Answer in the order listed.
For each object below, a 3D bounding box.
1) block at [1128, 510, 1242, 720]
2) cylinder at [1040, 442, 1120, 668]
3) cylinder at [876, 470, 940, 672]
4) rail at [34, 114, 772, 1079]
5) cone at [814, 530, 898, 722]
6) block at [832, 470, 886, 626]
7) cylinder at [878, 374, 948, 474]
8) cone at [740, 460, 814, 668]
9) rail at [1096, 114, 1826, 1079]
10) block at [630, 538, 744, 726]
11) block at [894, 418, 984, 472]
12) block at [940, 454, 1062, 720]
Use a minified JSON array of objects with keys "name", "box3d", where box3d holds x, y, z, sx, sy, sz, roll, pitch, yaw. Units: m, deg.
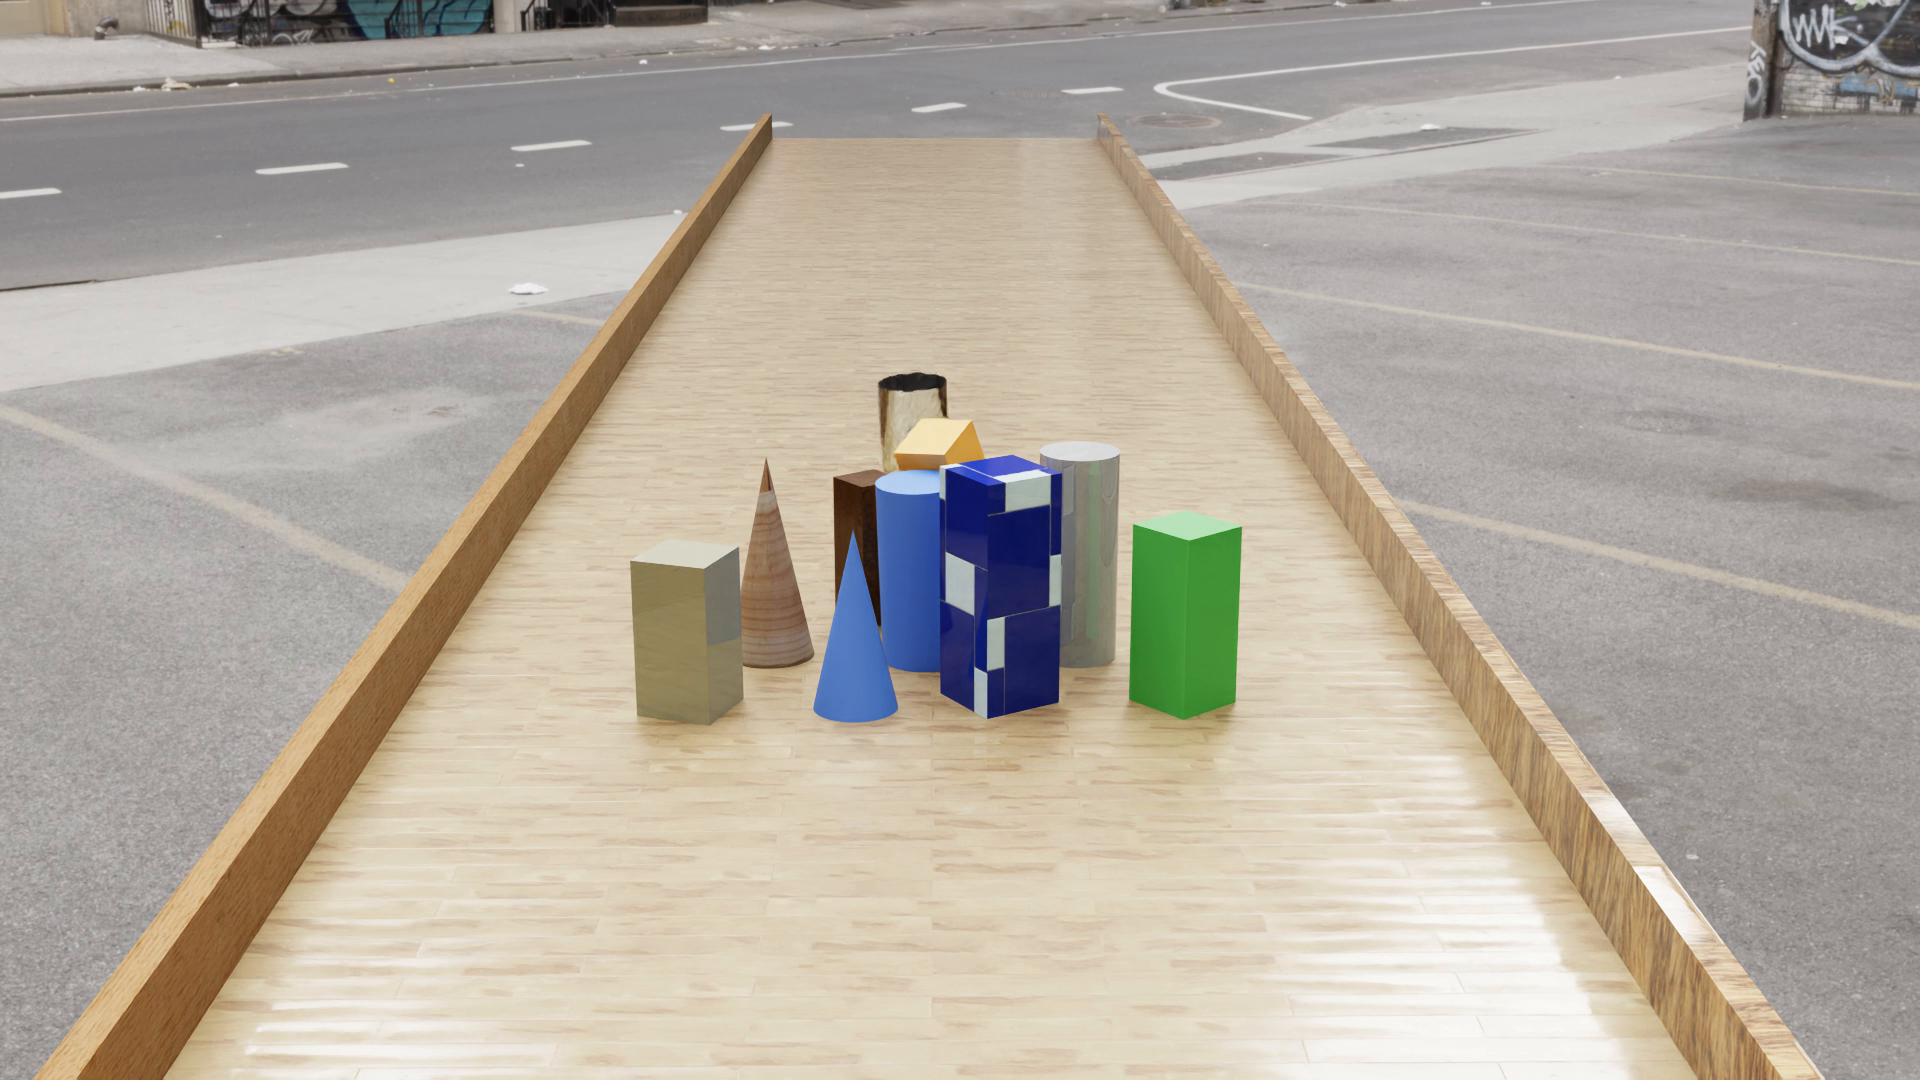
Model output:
[{"name":"block","box3d":[0.424,0.139,4.146,0.143,0.349,0.143,-14,21,-39]},{"name":"cylinder","box3d":[0.236,0.029,4.385,0.159,0.425,0.159,0,17,0]},{"name":"cylinder","box3d":[-0.075,0.060,4.371,0.172,0.366,0.172,-2,18,1]},{"name":"rail","box3d":[-1.118,-0.838,7.780,0.050,0.150,12.000,0,17,-1]},{"name":"cone","box3d":[-0.198,0.148,4.113,0.161,0.351,0.161,0,17,0]},{"name":"block","box3d":[-0.191,0.019,4.622,0.105,0.309,0.105,-12,21,-36]},{"name":"cylinder","box3d":[-0.095,-0.129,4.850,0.150,0.453,0.150,-2,19,1]},{"name":"cone","box3d":[-0.382,0.032,4.391,0.175,0.414,0.175,0,17,0]},{"name":"rail","box3d":[0.932,-0.844,7.801,0.050,0.150,12.000,0,17,-1]},{"name":"block","box3d":[-0.509,0.171,4.119,0.150,0.304,0.150,6,18,19]},{"name":"block","box3d":[0.008,-0.035,4.540,0.121,0.435,0.121,3,39,32]},{"name":"block","box3d":[0.075,0.086,4.146,0.164,0.451,0.164,-10,19,-31]}]
